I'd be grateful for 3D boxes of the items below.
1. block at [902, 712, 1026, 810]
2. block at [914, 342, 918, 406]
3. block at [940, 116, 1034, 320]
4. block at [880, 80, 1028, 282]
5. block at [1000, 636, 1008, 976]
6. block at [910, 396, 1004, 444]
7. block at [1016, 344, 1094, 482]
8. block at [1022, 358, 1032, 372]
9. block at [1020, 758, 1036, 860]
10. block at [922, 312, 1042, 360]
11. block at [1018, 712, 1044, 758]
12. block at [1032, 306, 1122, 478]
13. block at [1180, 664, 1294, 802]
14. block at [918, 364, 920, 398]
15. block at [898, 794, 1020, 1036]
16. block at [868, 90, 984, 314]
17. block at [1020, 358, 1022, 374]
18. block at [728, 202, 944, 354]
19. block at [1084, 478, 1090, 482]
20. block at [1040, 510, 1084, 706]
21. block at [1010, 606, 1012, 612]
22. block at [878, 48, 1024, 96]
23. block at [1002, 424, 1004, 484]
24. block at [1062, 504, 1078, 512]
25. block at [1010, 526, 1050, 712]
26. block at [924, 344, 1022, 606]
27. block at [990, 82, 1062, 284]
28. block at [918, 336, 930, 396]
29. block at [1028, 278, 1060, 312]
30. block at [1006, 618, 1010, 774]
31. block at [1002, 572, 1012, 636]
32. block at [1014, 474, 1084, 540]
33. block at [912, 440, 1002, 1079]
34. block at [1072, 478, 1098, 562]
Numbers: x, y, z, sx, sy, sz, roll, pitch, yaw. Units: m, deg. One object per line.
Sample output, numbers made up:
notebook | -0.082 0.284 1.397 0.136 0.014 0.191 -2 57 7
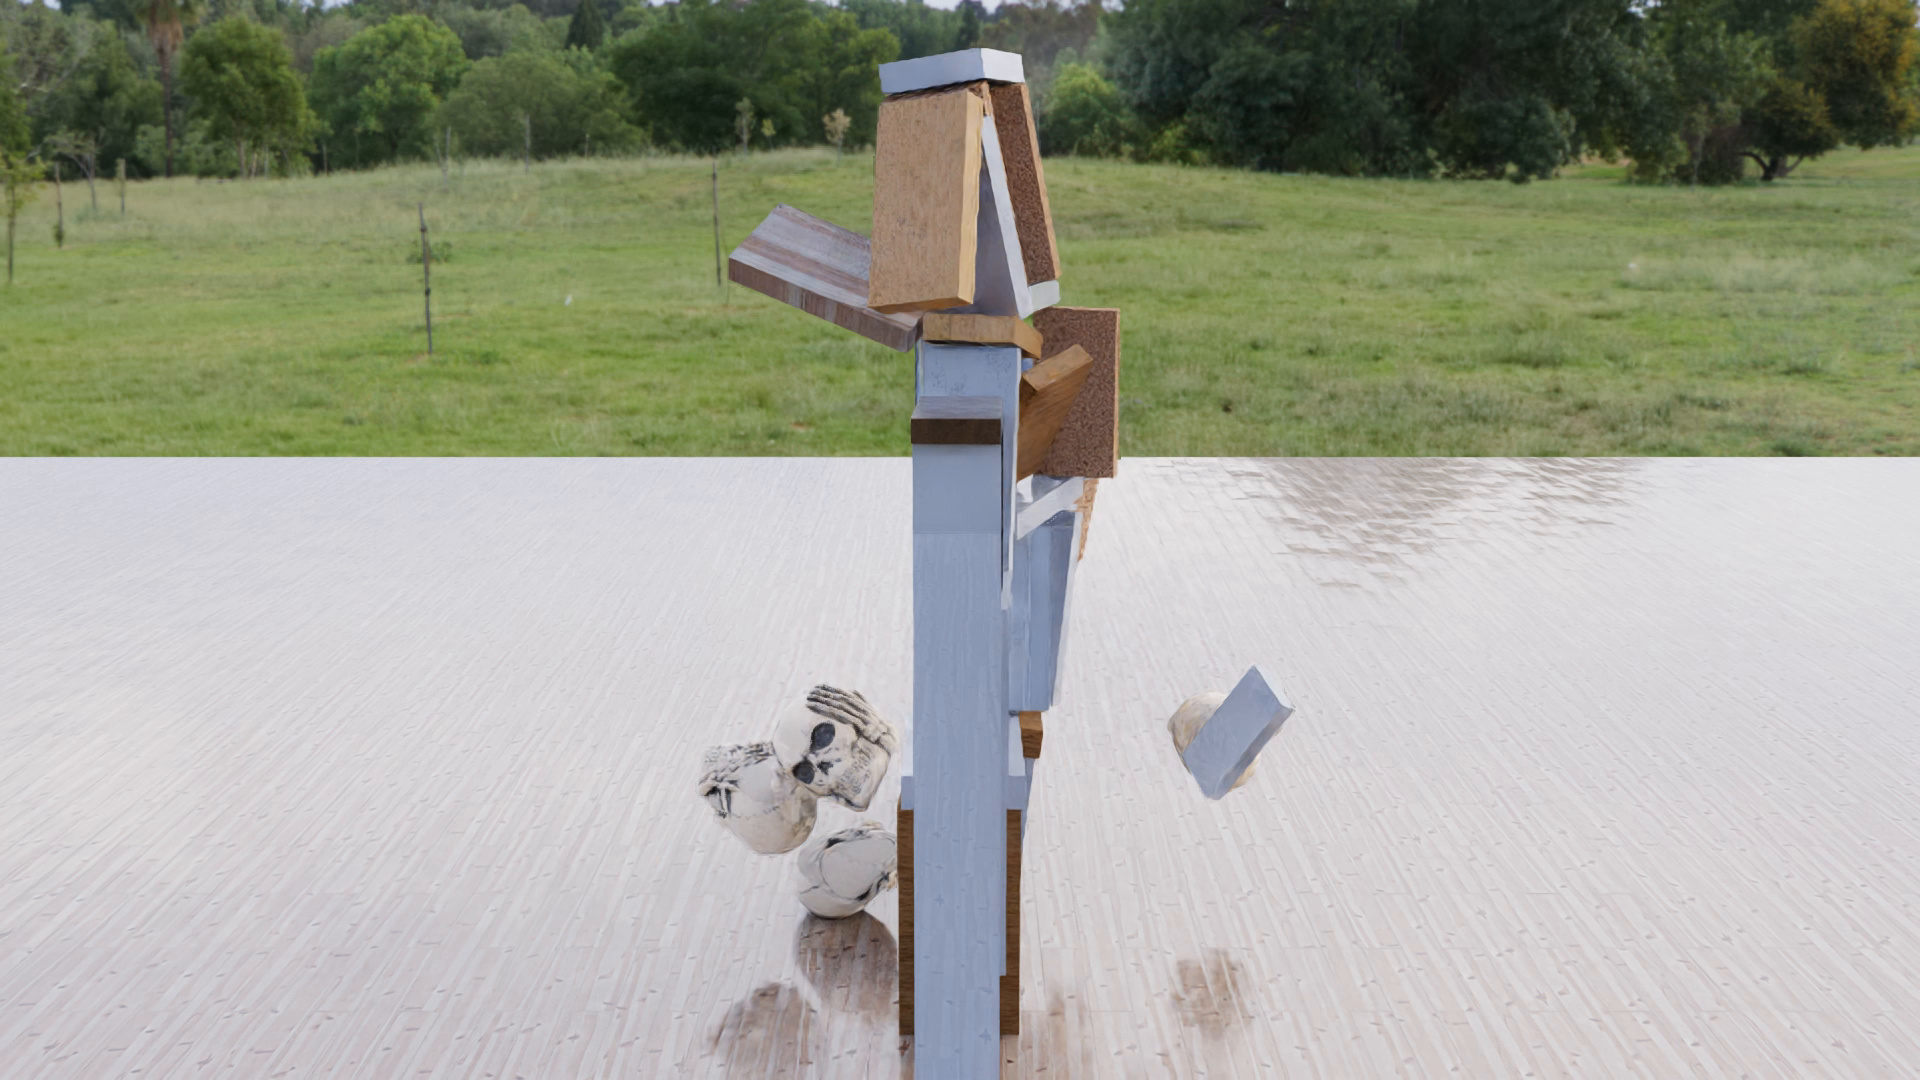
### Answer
block | 0.004 0.314 3.163 0.170 0.048 0.339 0 10 0
block | -0.007 -0.304 4.673 0.177 0.598 0.050 0 -21 -2
block | 0.004 -0.448 3.118 0.143 0.286 0.041 -1 21 32
block | -0.007 -0.502 3.185 0.150 0.300 0.042 -6 20 17
block | 0.001 0.340 2.860 0.119 0.464 0.034 0 11 1
block | -0.002 -0.152 2.772 0.109 0.031 0.219 0 11 2
block | 0.102 -0.171 3.257 0.127 0.254 0.036 -30 68 -38
block | 0.046 -0.319 3.910 0.144 0.289 0.041 -31 -22 -1
block | 0.018 0.467 3.423 0.157 0.315 0.045 7 11 -1
block | 0.034 -0.286 3.094 0.127 0.036 0.254 3 0 10
block | 0.045 0.273 3.493 0.158 0.045 0.315 7 10 -2
block | 0.181 -0.231 3.426 0.130 0.261 0.037 4 12 15
block | 0.397 0.276 3.152 0.026 0.183 0.091 18 28 -35
block | 0.002 -0.388 4.598 0.177 0.354 0.050 1 -21 1
block | -0.001 0.526 3.086 0.170 0.339 0.048 0 11 0
block | -0.047 -0.457 2.985 0.143 0.286 0.041 -3 -11 31
block | 0.036 -0.311 3.523 0.118 0.237 0.034 -3 5 -16
block | -0.166 -0.371 3.093 0.286 0.041 0.143 24 50 15
block | 0.241 -0.147 3.896 0.018 0.064 0.128 10 15 25
block | 0.104 0.100 3.467 0.139 0.307 0.040 8 3 20
block | 0.015 0.101 3.123 0.091 0.026 0.183 2 7 10
block | -0.008 -0.686 3.240 0.150 0.042 0.300 -7 9 14
block | 0.001 -0.043 2.869 0.109 0.219 0.031 1 11 2
block | 0.071 0.130 3.921 0.147 0.474 0.042 20 24 8
block | 0.066 0.119 3.330 0.139 0.279 0.040 0 -7 3
block | 0.012 -0.085 3.030 0.127 0.364 0.036 3 8 10
block | 0.054 -0.540 3.380 0.150 0.300 0.042 -6 18 17
block | -0.007 -0.290 3.675 0.118 0.237 0.034 -3 0 -9
block | 0.063 -0.363 3.344 0.130 0.037 0.261 -7 8 14
block | 0.008 0.199 2.996 0.119 0.238 0.034 0 11 0
block | 0.006 0.081 2.892 0.119 0.034 0.238 1 11 2
block | 0.076 -0.061 3.393 0.139 0.040 0.279 6 18 23
block | -0.004 0.308 2.785 0.109 0.877 0.031 0 11 0
block | 0.194 -0.146 4.277 0.050 0.354 0.177 -18 -44 39
